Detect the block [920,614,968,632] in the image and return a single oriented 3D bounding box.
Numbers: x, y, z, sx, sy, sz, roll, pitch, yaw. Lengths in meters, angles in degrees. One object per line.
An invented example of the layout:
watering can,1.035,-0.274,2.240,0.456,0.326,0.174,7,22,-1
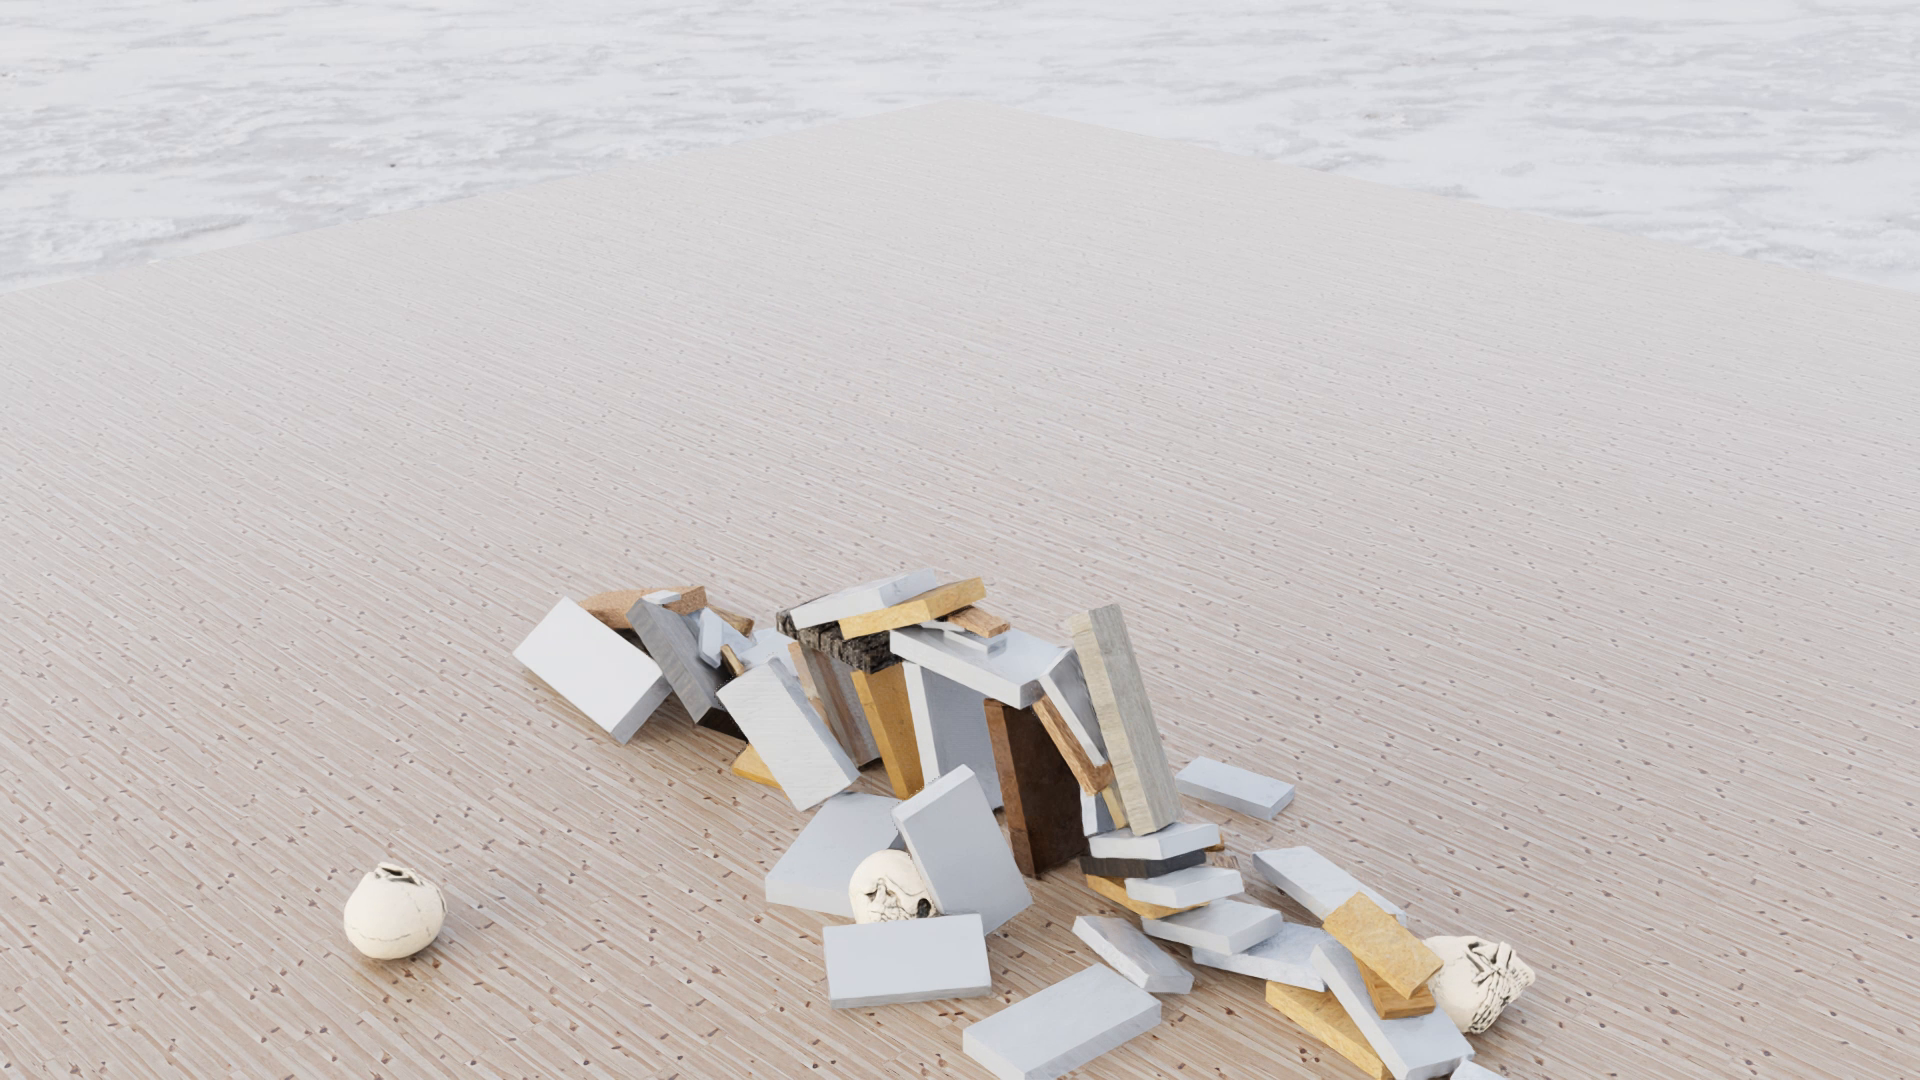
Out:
block,-0.017,0.158,4.301,0.113,0.016,0.057,5,20,42

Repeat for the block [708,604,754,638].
block,-0.557,0.203,5.193,0.145,0.072,0.021,17,-11,35

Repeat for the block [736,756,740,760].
block,-0.420,0.457,4.663,0.101,0.014,0.050,-22,31,-40

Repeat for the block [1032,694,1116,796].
block,0.228,0.369,4.138,0.102,0.203,0.029,-35,6,-39

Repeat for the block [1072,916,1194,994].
block,0.309,0.739,3.929,0.111,0.031,0.221,10,14,-35

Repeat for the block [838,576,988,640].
block,-0.096,0.135,4.356,0.148,0.042,0.297,-21,4,-38

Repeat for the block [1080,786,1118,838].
block,0.288,0.461,4.264,0.126,0.252,0.036,19,-34,-38

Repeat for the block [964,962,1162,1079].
block,0.176,0.829,3.749,0.313,0.044,0.157,-18,29,-36

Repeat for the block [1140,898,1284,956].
block,0.454,0.692,3.973,0.125,0.035,0.250,-19,10,-31

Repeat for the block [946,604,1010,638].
block,0.035,0.156,4.235,0.057,0.016,0.113,-21,31,-41

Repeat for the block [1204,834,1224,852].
block,0.473,0.597,4.338,0.093,0.013,0.046,-1,23,-1

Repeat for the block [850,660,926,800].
block,-0.109,0.383,4.509,0.145,0.291,0.041,-21,1,-41

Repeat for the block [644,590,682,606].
block,-0.677,0.131,4.994,0.050,0.014,0.101,-18,12,-27

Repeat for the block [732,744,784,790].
block,-0.397,0.475,4.580,0.141,0.020,0.071,15,44,25

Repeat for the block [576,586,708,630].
block,-0.767,0.160,5.120,0.337,0.048,0.168,-4,13,39

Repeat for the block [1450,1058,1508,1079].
block,0.869,0.913,3.531,0.186,0.026,0.093,20,53,39

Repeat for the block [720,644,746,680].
block,-0.484,0.299,4.817,0.020,0.071,0.141,-22,48,-19

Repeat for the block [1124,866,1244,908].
block,0.394,0.611,3.893,0.125,0.035,0.250,-12,-2,-16

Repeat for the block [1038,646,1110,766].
block,0.233,0.312,4.114,0.029,0.203,0.102,-26,11,41

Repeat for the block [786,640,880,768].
block,-0.247,0.330,4.634,0.145,0.291,0.041,-22,1,-41

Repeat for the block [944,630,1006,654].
block,0.030,0.188,4.271,0.113,0.016,0.057,20,30,38

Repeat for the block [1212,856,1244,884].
block,0.517,0.639,4.237,0.046,0.013,0.093,-1,23,-4

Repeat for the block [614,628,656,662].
block,-0.713,0.252,5.106,0.168,0.048,0.337,-20,30,-39

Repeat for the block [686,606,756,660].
block,-0.541,0.273,4.963,0.168,0.048,0.337,-21,44,-40

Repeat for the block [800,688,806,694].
block,-0.319,0.392,4.735,0.098,0.028,0.195,-13,41,-34

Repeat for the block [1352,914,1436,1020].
block,0.721,0.717,3.701,0.093,0.026,0.186,-4,45,-16

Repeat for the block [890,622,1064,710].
block,0.048,0.222,4.275,0.350,0.050,0.175,21,31,40

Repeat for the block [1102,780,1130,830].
block,0.307,0.450,4.210,0.102,0.029,0.203,-5,62,-39

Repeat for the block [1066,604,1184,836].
block,0.307,0.329,4.064,0.044,0.416,0.157,-19,-4,25

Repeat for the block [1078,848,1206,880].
block,0.336,0.592,4.077,0.126,0.036,0.252,-11,-1,-25

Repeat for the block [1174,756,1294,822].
block,0.562,0.510,4.520,0.221,0.031,0.111,15,27,32

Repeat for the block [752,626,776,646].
block,-0.386,0.260,4.874,0.098,0.028,0.195,-12,37,-16

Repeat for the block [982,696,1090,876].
block,0.156,0.449,4.253,0.175,0.350,0.050,-21,15,-41

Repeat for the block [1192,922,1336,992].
block,0.567,0.730,3.907,0.283,0.040,0.141,4,19,44

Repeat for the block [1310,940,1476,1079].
block,0.725,0.782,3.699,0.141,0.040,0.283,-5,40,-28

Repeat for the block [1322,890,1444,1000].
block,0.712,0.680,3.700,0.093,0.026,0.186,-29,56,-35

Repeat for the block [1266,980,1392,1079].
block,0.674,0.819,3.780,0.141,0.040,0.283,-15,27,-32

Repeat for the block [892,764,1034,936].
block,0.007,0.573,3.962,0.157,0.313,0.044,-32,29,-15

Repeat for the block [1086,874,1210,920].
block,0.349,0.646,4.106,0.125,0.035,0.250,-11,10,-22

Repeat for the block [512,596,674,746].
block,-0.817,0.285,4.898,0.180,0.051,0.475,-49,41,-11

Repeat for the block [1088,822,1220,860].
block,0.354,0.551,4.029,0.126,0.036,0.252,-11,-1,-27

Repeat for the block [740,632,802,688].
block,-0.331,0.235,4.849,0.141,0.040,0.282,28,45,35

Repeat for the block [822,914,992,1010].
block,-0.095,0.743,3.878,0.282,0.040,0.141,-4,52,-8

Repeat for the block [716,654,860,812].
block,-0.345,0.390,4.421,0.149,0.297,0.042,-32,6,30

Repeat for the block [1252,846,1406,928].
block,0.667,0.637,4.011,0.111,0.031,0.472,-5,7,-12

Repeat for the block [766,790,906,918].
block,-0.223,0.604,4.273,0.180,0.051,0.360,8,24,17

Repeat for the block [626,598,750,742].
block,-0.574,0.282,4.766,0.180,0.051,0.360,27,18,-50

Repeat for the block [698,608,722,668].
block,-0.556,0.217,4.898,0.050,0.014,0.262,38,12,-16

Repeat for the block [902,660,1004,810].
block,-0.005,0.386,4.401,0.175,0.350,0.050,-21,17,-41

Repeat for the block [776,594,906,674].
block,-0.231,0.192,4.558,0.291,0.041,0.145,21,31,41

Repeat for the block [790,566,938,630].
block,-0.197,0.119,4.459,0.149,0.042,0.297,-22,4,-41
